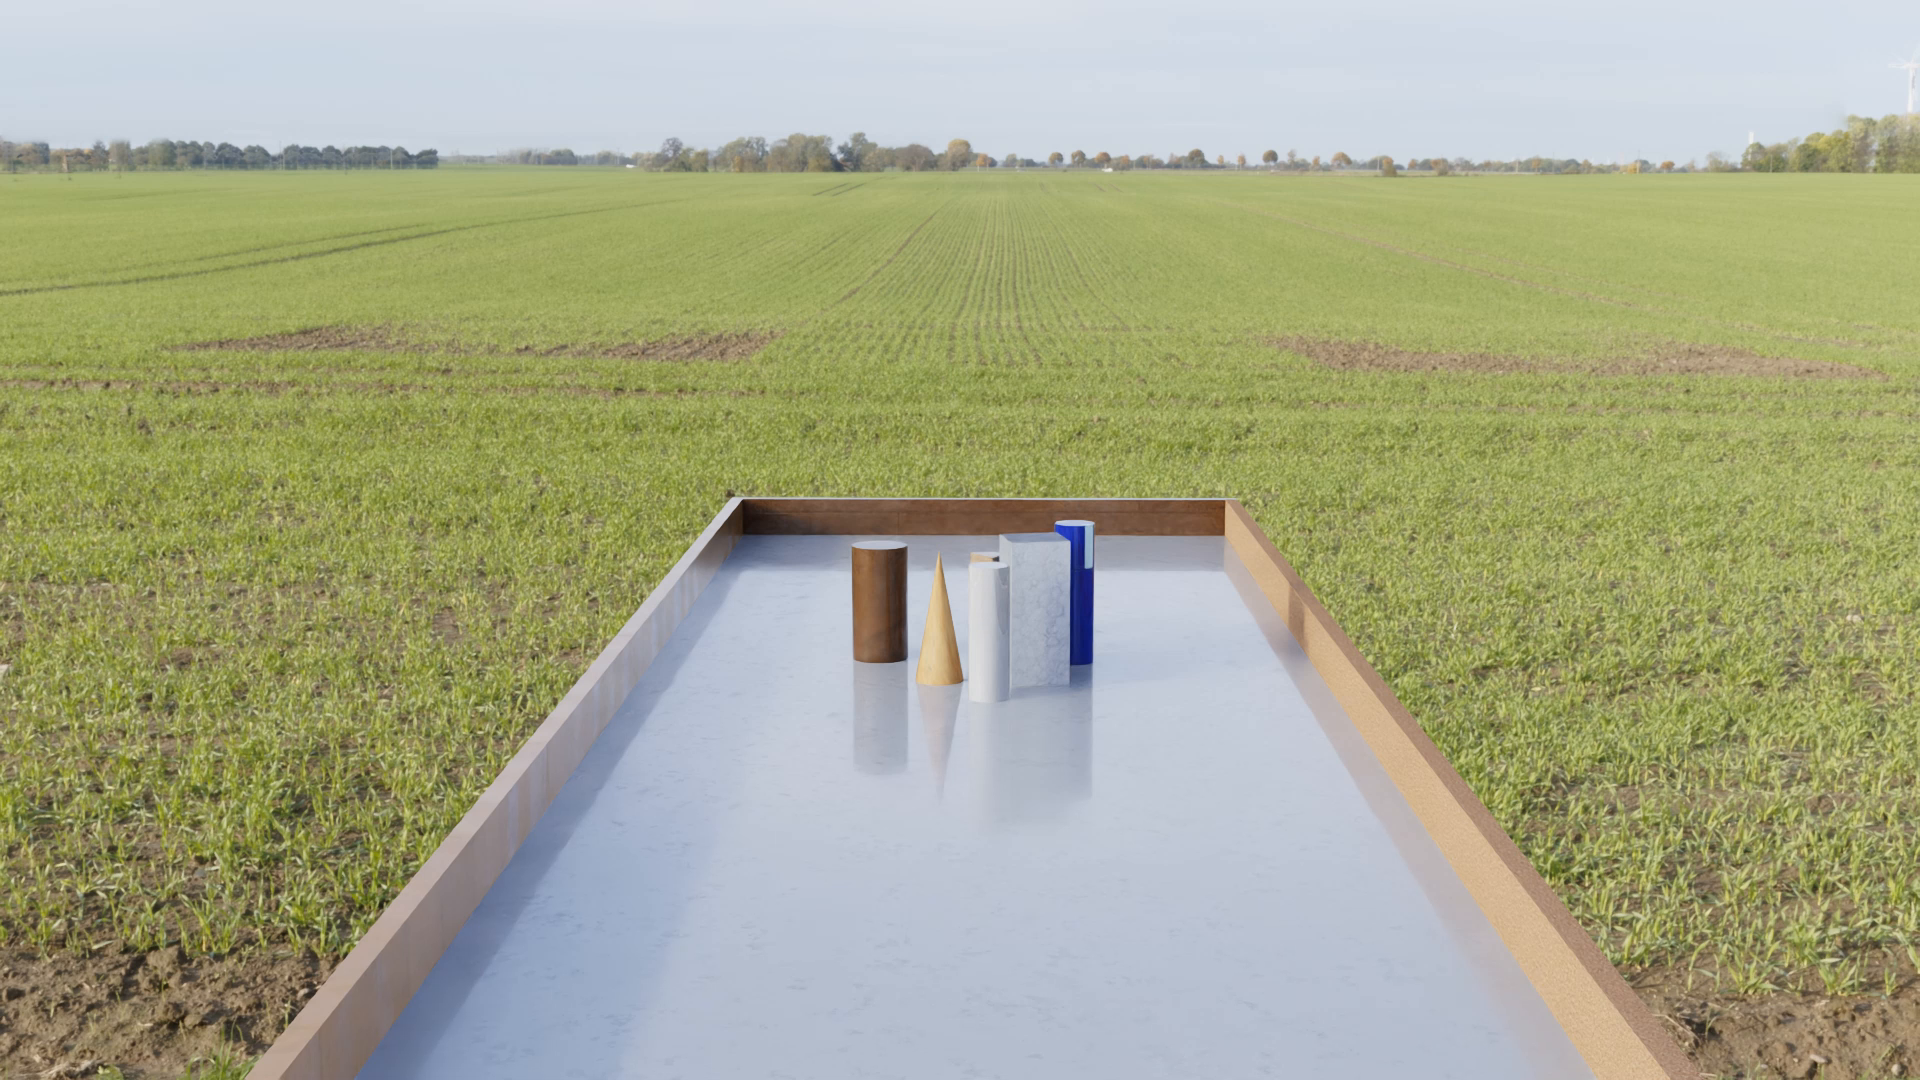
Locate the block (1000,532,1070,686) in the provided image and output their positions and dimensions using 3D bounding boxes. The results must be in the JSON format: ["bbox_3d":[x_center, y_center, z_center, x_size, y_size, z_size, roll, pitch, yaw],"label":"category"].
[{"bbox_3d":[0.217,0.199,6.415,0.173,0.418,0.173,-2,9,-11],"label":"block"}]

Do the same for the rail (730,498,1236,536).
[{"bbox_3d":[0.099,-0.098,9.147,2.100,0.150,0.050,0,9,1],"label":"rail"}]

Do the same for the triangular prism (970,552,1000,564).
[{"bbox_3d":[0.107,0.203,6.679,0.100,0.329,0.115,-6,11,-35],"label":"triangular prism"}]

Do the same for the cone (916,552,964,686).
[{"bbox_3d":[-0.060,0.219,6.398,0.142,0.384,0.142,0,9,0],"label":"cone"}]

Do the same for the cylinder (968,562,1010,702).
[{"bbox_3d":[0.082,0.258,6.169,0.116,0.380,0.116,0,9,0],"label":"cylinder"}]

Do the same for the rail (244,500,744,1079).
[{"bbox_3d":[-1.004,0.839,3.234,0.050,0.150,12.000,0,9,1],"label":"rail"}]

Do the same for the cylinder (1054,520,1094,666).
[{"bbox_3d":[0.345,0.159,6.653,0.121,0.425,0.121,0,9,0],"label":"cylinder"}]

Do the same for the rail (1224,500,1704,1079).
[{"bbox_3d":[1.046,0.843,3.208,0.050,0.150,12.000,0,9,1],"label":"rail"}]

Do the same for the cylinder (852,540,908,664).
[{"bbox_3d":[-0.244,0.188,6.710,0.171,0.349,0.171,0,9,0],"label":"cylinder"}]
